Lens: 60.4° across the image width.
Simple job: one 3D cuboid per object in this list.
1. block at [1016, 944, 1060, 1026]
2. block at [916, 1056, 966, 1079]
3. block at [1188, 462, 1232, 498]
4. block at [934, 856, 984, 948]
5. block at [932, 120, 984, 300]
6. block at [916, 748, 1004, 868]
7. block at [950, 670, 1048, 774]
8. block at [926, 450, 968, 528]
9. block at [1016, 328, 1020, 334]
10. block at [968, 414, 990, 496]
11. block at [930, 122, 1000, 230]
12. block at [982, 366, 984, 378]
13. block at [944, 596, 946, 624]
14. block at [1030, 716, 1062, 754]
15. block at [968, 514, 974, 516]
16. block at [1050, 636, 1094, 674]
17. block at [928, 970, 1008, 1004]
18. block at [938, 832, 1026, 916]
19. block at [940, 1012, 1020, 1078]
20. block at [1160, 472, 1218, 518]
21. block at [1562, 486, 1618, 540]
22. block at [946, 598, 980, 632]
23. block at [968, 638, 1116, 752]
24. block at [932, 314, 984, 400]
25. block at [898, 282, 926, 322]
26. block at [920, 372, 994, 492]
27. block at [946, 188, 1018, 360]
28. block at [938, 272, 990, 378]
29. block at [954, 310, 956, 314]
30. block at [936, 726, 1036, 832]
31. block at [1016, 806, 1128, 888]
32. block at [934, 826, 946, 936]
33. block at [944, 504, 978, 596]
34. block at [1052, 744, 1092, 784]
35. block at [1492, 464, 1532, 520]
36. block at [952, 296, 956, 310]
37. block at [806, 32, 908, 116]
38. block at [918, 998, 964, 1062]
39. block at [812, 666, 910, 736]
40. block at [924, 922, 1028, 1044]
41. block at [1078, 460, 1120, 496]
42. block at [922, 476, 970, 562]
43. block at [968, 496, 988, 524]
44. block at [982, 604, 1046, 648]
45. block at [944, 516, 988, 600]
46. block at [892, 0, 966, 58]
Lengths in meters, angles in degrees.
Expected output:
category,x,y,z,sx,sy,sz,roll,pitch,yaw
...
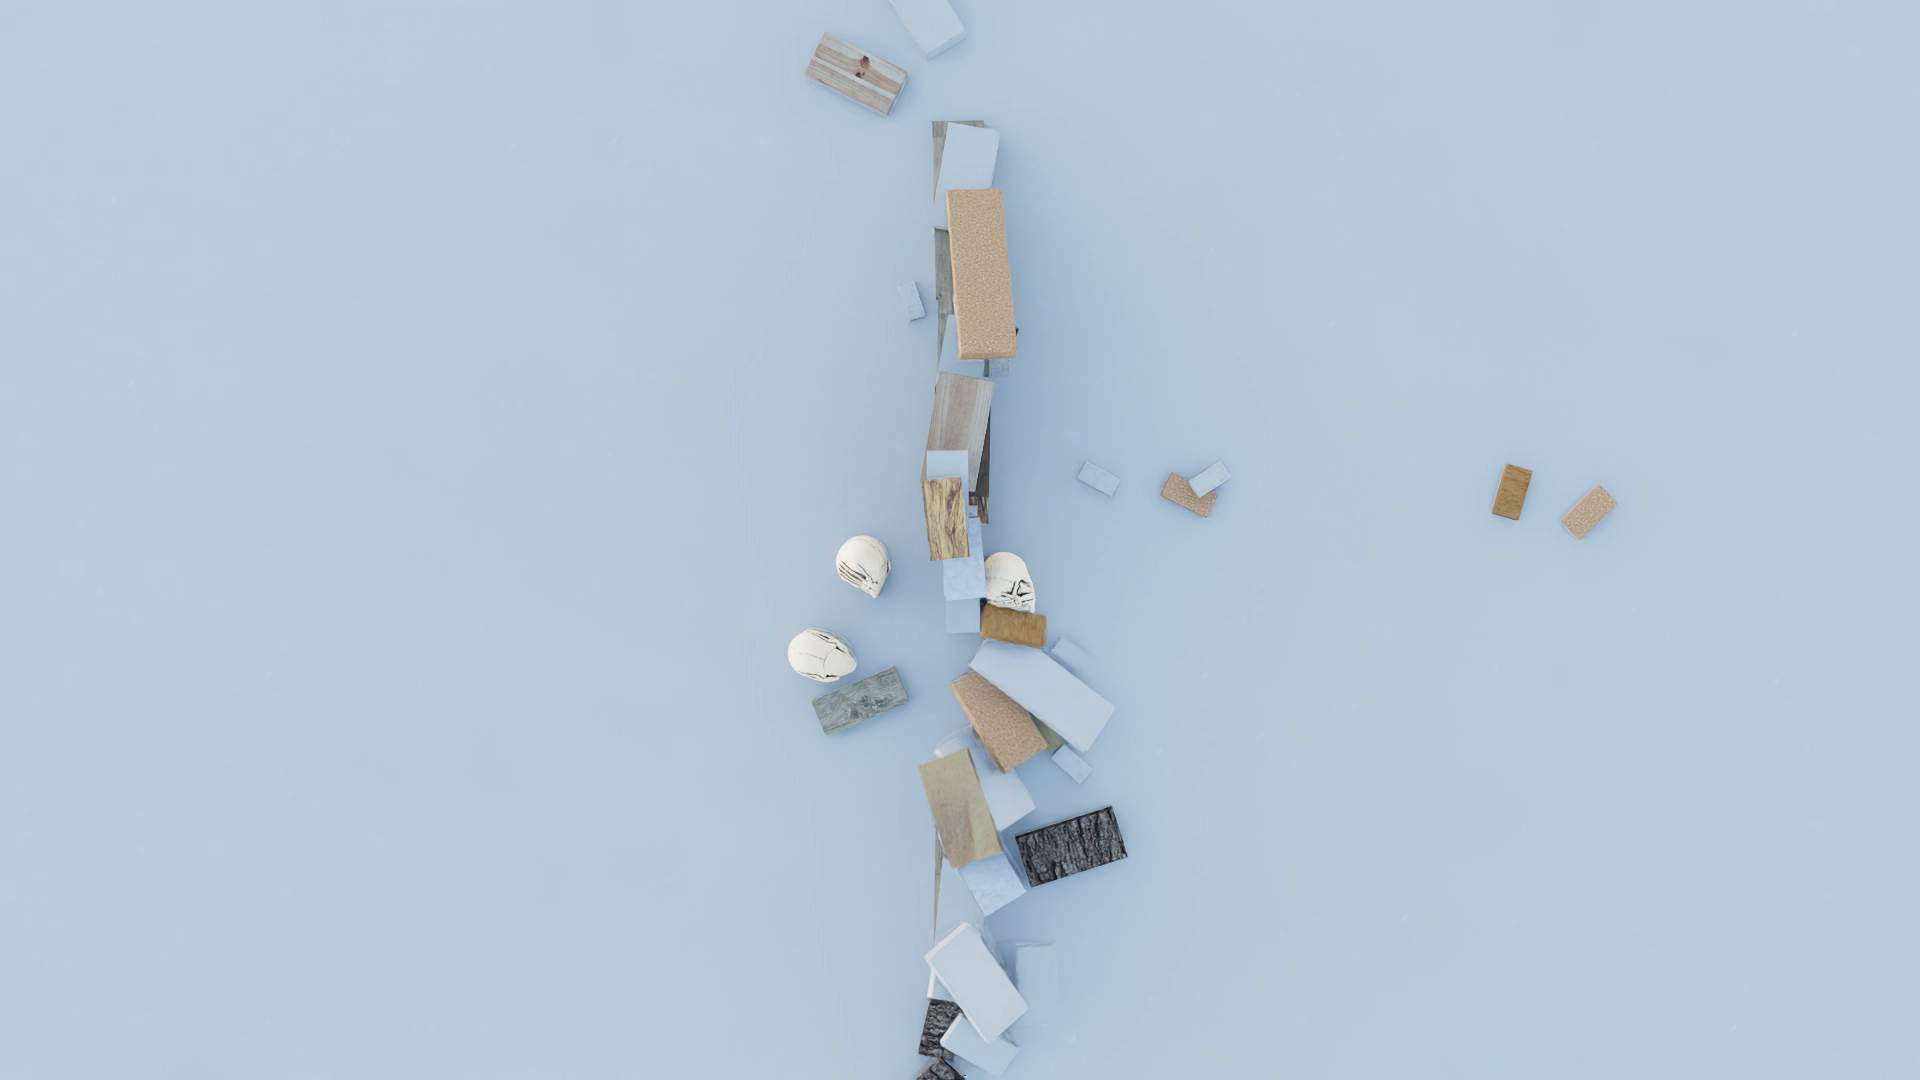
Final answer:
category,x,y,z,sx,sy,sz,roll,pitch,yaw
block,0.258,1.477,5.482,0.130,0.037,0.259,-3,90,0
block,-0.107,1.837,5.465,0.238,0.034,0.119,-45,98,5
block,0.828,-0.201,5.474,0.131,0.018,0.065,-33,83,-12
block,0.005,1.206,5.435,0.154,0.044,0.308,6,90,0
block,-0.001,-1.095,5.476,0.171,0.048,0.583,-1,90,0
block,0.001,0.870,5.349,0.174,0.049,0.348,-21,82,10
block,0.127,0.580,5.434,0.169,0.048,0.338,-29,84,-19
block,-0.038,-0.154,5.225,0.130,0.037,0.259,-1,101,1
block,0.088,-0.700,5.399,0.202,0.018,0.065,23,92,-1
block,0.007,-0.319,5.288,0.177,0.050,0.355,1,102,0
block,0.017,-1.186,5.428,0.171,0.048,0.341,10,90,0
block,0.006,-0.483,5.380,0.139,0.039,0.278,3,85,0
block,0.004,0.185,5.484,0.112,0.032,0.224,-2,90,0
block,0.285,0.637,5.491,0.065,0.018,0.130,-28,90,0
block,0.007,0.027,5.327,0.107,0.030,0.213,-10,97,2
block,0.374,0.383,5.491,0.130,0.018,0.065,37,90,0
block,0.026,1.459,5.410,0.252,0.036,0.126,15,73,-18
block,0.070,1.057,5.390,0.154,0.044,0.308,-30,78,-9
block,0.066,1.669,5.448,0.238,0.034,0.119,33,93,-16
block,0.763,-0.149,5.488,0.171,0.024,0.086,26,90,0
block,2.095,-0.092,5.488,0.171,0.024,0.086,-44,90,0
block,0.009,0.190,5.408,0.112,0.032,0.224,-1,97,1
block,0.271,0.485,5.441,0.478,0.049,0.174,37,70,-1
block,0.006,-0.579,5.325,0.139,0.039,0.278,10,93,-3
block,-0.161,-0.795,5.492,0.059,0.017,0.119,-19,90,0
block,-0.009,-0.343,5.231,0.177,0.050,0.355,10,102,-1
block,0.068,-0.856,5.286,0.177,0.050,0.579,-2,72,-7
block,0.013,-0.709,5.432,0.171,0.048,0.341,1,93,0
block,0.060,-0.834,5.371,0.152,0.043,0.303,1,86,-3
block,0.084,0.787,5.423,0.169,0.048,0.338,-31,80,-18
block,0.370,1.019,5.476,0.337,0.048,0.169,-18,90,0
block,-0.008,1.160,5.478,0.154,0.044,0.693,1,90,0
block,0.002,0.033,5.358,0.107,0.030,0.297,1,97,0
block,0.373,0.745,5.491,0.130,0.018,0.065,42,90,0
block,1.837,-0.159,5.488,0.086,0.024,0.171,16,90,0
block,0.016,-0.731,5.292,0.059,0.017,0.119,-6,73,-9
block,-0.343,-1.549,5.479,0.303,0.043,0.152,26,90,0
block,-0.055,1.600,5.458,0.119,0.034,0.238,12,101,-2
block,-0.331,0.536,5.482,0.298,0.036,0.126,-23,90,0
block,0.056,1.441,5.370,0.174,0.049,0.348,-37,97,-19
block,0.462,-0.204,5.491,0.131,0.018,0.065,29,90,0
block,-0.045,-0.066,5.205,0.126,0.036,0.252,-6,101,2
block,0.021,-0.226,5.352,0.139,0.039,0.347,-1,102,1
block,0.178,0.283,5.433,0.213,0.030,0.107,12,62,-17
block,0.011,0.059,5.297,0.130,0.037,0.259,-5,97,1
block,-0.127,-1.777,5.479,0.152,0.043,0.303,-32,90,0
